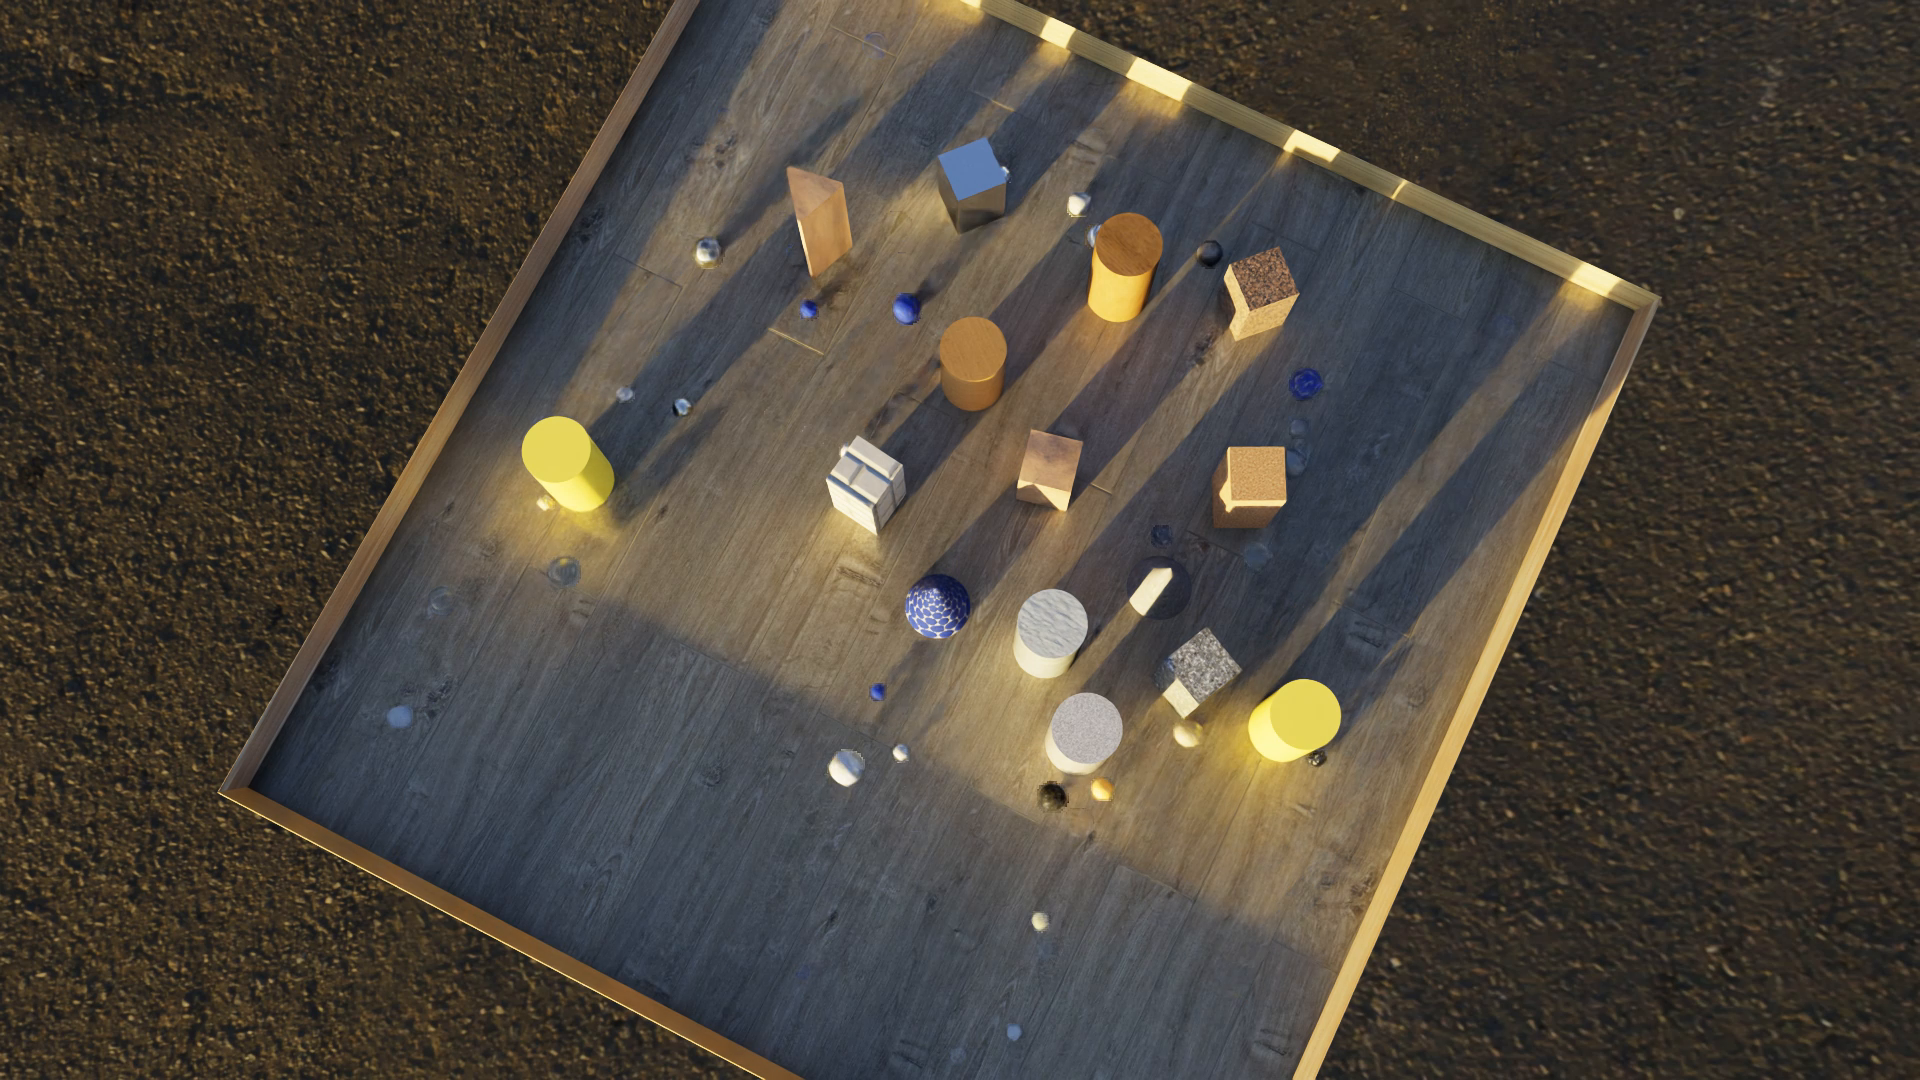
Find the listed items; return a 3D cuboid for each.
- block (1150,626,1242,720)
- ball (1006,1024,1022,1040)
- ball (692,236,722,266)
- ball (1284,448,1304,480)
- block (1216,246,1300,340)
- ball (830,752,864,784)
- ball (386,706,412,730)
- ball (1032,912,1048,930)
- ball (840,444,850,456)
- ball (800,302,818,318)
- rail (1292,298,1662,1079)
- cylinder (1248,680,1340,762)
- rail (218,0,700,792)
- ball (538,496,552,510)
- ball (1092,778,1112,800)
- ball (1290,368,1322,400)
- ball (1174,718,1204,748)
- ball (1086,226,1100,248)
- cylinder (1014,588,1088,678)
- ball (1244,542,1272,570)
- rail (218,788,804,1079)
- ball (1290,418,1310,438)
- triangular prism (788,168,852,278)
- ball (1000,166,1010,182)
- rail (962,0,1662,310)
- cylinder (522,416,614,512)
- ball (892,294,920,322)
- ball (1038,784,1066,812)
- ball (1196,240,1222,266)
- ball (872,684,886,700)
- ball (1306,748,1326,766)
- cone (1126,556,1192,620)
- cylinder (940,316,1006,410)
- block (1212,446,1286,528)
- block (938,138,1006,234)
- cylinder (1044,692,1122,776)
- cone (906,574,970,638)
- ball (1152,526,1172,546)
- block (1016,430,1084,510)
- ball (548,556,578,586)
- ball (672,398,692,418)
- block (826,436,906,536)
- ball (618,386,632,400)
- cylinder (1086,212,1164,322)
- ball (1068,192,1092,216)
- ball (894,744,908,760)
[{"bbox_3d":[0.684,0.392,5.346,0.159,0.372,0.159,-37,81,-7],"label":"block"},{"bbox_3d":[0.157,1.422,5.299,0.046,0.046,0.046,0,78,0],"label":"ball"},{"bbox_3d":[-0.793,-0.906,5.757,0.092,0.092,0.092,0,78,0],"label":"ball"},{"bbox_3d":[1.007,-0.234,5.616,0.096,0.096,0.096,0,78,0],"label":"ball"},{"bbox_3d":[0.911,-0.752,5.625,0.159,0.289,0.159,-20,79,-4],"label":"block"},{"bbox_3d":[-0.337,0.675,5.426,0.099,0.099,0.099,0,78,0],"label":"ball"},{"bbox_3d":[-1.674,0.530,5.471,0.070,0.070,0.070,0,78,0],"label":"ball"},{"bbox_3d":[0.235,1.114,5.360,0.050,0.050,0.050,0,78,0],"label":"ball"},{"bbox_3d":[-0.338,-0.269,5.642,0.059,0.059,0.059,0,78,0],"label":"ball"},{"bbox_3d":[-0.473,-0.722,5.740,0.052,0.052,0.052,0,78,0],"label":"ball"},{"bbox_3d":[1.405,0.695,5.406,0.045,0.129,3.288,26,80,5],"label":"rail"},{"bbox_3d":[0.966,0.527,5.312,0.199,0.384,0.199,0,78,0],"label":"cylinder"},{"bbox_3d":[-1.405,-0.681,5.691,0.045,0.129,3.288,26,80,5],"label":"rail"},{"bbox_3d":[-1.271,-0.115,5.617,0.046,0.046,0.046,0,78,0],"label":"ball"},{"bbox_3d":[0.422,0.739,5.432,0.062,0.062,0.062,0,78,0],"label":"ball"},{"bbox_3d":[1.072,-0.483,5.668,0.095,0.095,0.095,0,78,0],"label":"ball"},{"bbox_3d":[0.681,0.574,5.453,0.085,0.085,0.085,0,78,0],"label":"ball"},{"bbox_3d":[0.437,-0.954,5.775,0.076,0.076,0.076,0,78,0],"label":"ball"},{"bbox_3d":[0.260,0.278,5.344,0.199,0.421,0.199,0,78,0],"label":"cylinder"},{"bbox_3d":[0.904,0.051,5.558,0.086,0.086,0.086,0,78,0],"label":"ball"},{"bbox_3d":[-0.725,1.426,5.254,3.190,0.129,0.045,26,80,5],"label":"rail"},{"bbox_3d":[1.051,-0.347,5.659,0.059,0.059,0.059,0,78,0],"label":"ball"},{"bbox_3d":[-0.454,-0.984,5.571,0.172,0.489,0.149,-42,81,-8],"label":"triangular prism"},{"bbox_3d":[0.132,-1.160,5.827,0.058,0.058,0.058,0,78,0],"label":"ball"},{"bbox_3d":[0.725,-1.412,5.842,3.190,0.129,0.045,26,80,5],"label":"rail"},{"bbox_3d":[-1.166,-0.223,5.473,0.199,0.371,0.199,0,78,0],"label":"cylinder"},{"bbox_3d":[-0.167,-0.723,5.722,0.086,0.086,0.086,0,78,0],"label":"ball"},{"bbox_3d":[0.272,0.761,5.417,0.083,0.083,0.083,0,78,0],"label":"ball"},{"bbox_3d":[0.785,-0.902,5.762,0.081,0.081,0.081,0,78,0],"label":"ball"},{"bbox_3d":[-0.245,0.456,5.500,0.043,0.043,0.043,0,78,0],"label":"ball"},{"bbox_3d":[1.060,0.645,5.452,0.060,0.060,0.060,0,78,0],"label":"ball"},{"bbox_3d":[0.607,0.113,5.432,0.199,0.316,0.199,0,78,0],"label":"cone"},{"bbox_3d":[0.039,-0.531,5.561,0.199,0.325,0.199,0,78,0],"label":"cylinder"},{"bbox_3d":[0.857,-0.153,5.455,0.159,0.378,0.159,0,78,0],"label":"block"},{"bbox_3d":[0.037,-1.098,5.700,0.159,0.281,0.159,-22,79,-5],"label":"block"},{"bbox_3d":[0.354,0.564,5.295,0.199,0.401,0.199,0,78,0],"label":"cylinder"},{"bbox_3d":[-0.067,0.170,5.424,0.199,0.309,0.199,0,78,0],"label":"cone"},{"bbox_3d":[0.613,-0.012,5.566,0.060,0.060,0.060,0,78,0],"label":"ball"},{"bbox_3d":[0.269,-0.209,5.533,0.159,0.249,0.159,14,79,3],"label":"block"},{"bbox_3d":[-1.200,0.096,5.551,0.090,0.090,0.090,0,78,0],"label":"ball"},{"bbox_3d":[-0.859,-0.409,5.671,0.059,0.059,0.059,0,78,0],"label":"ball"},{"bbox_3d":[-0.276,-0.159,5.465,0.159,0.361,0.159,34,80,7],"label":"block"},{"bbox_3d":[-1.040,-0.455,5.687,0.047,0.047,0.047,0,78,0],"label":"ball"},{"bbox_3d":[0.496,-0.824,5.576,0.199,0.415,0.199,0,78,0],"label":"cylinder"},{"bbox_3d":[0.379,-1.065,5.799,0.074,0.074,0.074,0,78,0],"label":"ball"},{"bbox_3d":[-0.175,0.633,5.463,0.045,0.045,0.045,0,78,0],"label":"ball"}]
